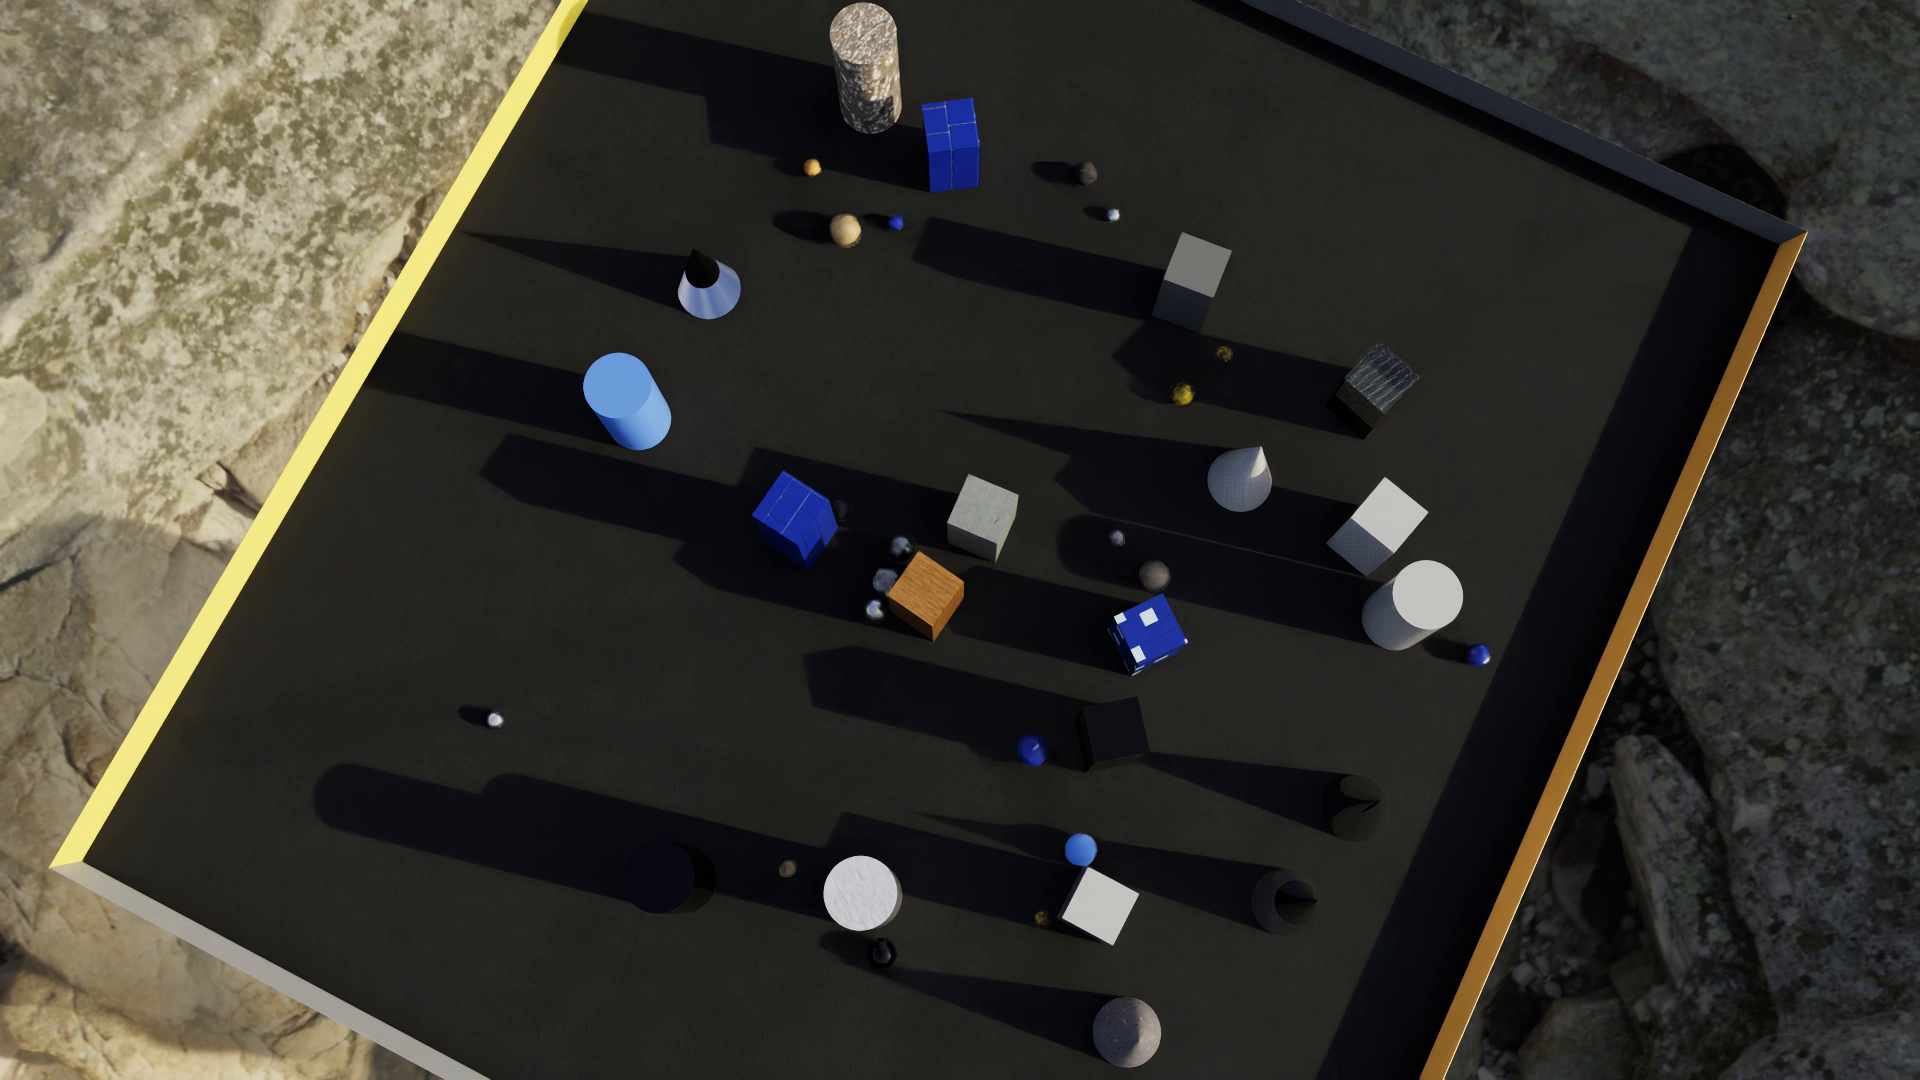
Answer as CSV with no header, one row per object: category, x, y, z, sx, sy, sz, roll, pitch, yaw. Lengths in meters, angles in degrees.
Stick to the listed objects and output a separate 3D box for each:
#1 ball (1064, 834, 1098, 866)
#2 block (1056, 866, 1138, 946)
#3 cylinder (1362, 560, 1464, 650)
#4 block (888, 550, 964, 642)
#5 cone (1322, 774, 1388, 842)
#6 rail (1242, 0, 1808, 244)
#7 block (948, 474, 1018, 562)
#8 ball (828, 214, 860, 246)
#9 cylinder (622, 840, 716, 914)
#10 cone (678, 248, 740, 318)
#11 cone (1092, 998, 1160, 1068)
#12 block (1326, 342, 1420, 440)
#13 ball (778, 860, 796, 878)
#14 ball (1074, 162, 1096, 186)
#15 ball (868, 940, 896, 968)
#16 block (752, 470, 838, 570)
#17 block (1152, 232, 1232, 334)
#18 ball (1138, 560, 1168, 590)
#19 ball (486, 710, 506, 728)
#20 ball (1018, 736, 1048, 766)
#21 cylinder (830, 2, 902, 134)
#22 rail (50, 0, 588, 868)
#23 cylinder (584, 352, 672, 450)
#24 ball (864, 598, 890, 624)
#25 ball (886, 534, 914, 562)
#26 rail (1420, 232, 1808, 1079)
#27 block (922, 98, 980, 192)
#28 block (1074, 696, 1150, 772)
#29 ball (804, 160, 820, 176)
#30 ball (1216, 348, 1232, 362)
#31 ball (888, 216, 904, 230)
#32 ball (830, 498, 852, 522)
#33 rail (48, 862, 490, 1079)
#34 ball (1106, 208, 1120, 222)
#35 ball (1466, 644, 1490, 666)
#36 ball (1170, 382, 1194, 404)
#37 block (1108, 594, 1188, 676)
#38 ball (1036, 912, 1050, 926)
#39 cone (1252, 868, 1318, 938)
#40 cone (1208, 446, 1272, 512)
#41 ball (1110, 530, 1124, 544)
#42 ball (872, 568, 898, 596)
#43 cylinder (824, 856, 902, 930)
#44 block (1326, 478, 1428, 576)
ball,0.355,0.909,5.379,0.096,0.096,0.096,0,78,0
block,0.391,1.047,5.241,0.159,0.311,0.159,28,80,5
cylinder,1.319,0.196,5.367,0.198,0.409,0.198,0,78,0
block,-0.099,0.169,5.430,0.159,0.297,0.159,34,80,7
cone,1.174,0.764,5.283,0.198,0.343,0.198,0,78,0
rail,0.904,-1.764,5.915,3.837,0.129,0.045,26,80,5
block,0.067,-0.062,5.481,0.159,0.291,0.159,23,79,5
ball,-0.363,-0.978,5.768,0.099,0.099,0.099,0,78,0
cylinder,-0.818,0.958,5.190,0.198,0.446,0.198,0,78,0
cone,-0.791,-0.828,5.604,0.198,0.359,0.198,0,78,0
cone,0.484,1.391,5.137,0.198,0.376,0.198,0,78,0
block,1.249,-0.450,5.560,0.159,0.293,0.159,44,82,8
ball,-0.509,0.969,5.390,0.050,0.050,0.050,0,78,0
ball,0.398,-1.163,5.820,0.073,0.073,0.073,0,78,0
ball,-0.225,1.204,5.326,0.080,0.080,0.080,0,78,0
block,-0.484,-0.053,5.426,0.159,0.395,0.159,33,80,6
block,0.706,-0.784,5.608,0.159,0.335,0.159,22,79,4
ball,0.586,0.105,5.549,0.091,0.091,0.091,0,78,0
ball,-1.386,0.538,5.478,0.054,0.054,0.054,0,78,0
ball,0.217,0.626,5.440,0.093,0.093,0.093,0,78,0
cylinder,-0.287,-1.452,5.668,0.198,0.488,0.198,0,78,0
rail,-1.695,-0.823,5.720,0.045,0.129,4.092,26,80,5
cylinder,-0.997,-0.412,5.513,0.198,0.370,0.198,0,78,0
ball,-0.252,0.214,5.533,0.076,0.076,0.076,0,78,0
ball,-0.180,0.025,5.568,0.085,0.085,0.085,0,78,0
rail,1.695,0.837,5.377,0.045,0.129,4.092,26,80,5
block,-0.027,-1.227,5.711,0.159,0.312,0.159,-8,78,-2
block,0.438,0.567,5.314,0.159,0.362,0.159,-11,79,-2
ball,-0.472,-1.184,5.834,0.055,0.055,0.055,0,78,0
ball,0.823,-0.576,5.712,0.046,0.046,0.046,0,78,0
ball,-0.201,-1.004,5.800,0.047,0.047,0.047,0,78,0
ball,-0.366,-0.093,5.599,0.073,0.073,0.073,0,78,0
rail,-0.904,1.778,5.182,3.837,0.129,0.045,26,80,5
ball,0.486,-1.030,5.809,0.042,0.042,0.042,0,78,0
ball,1.559,0.345,5.511,0.067,0.067,0.067,0,78,0
ball,0.689,-0.454,5.674,0.072,0.072,0.072,0,78,0
block,0.554,0.283,5.436,0.159,0.238,0.159,-25,79,-5
ball,0.245,1.111,5.365,0.042,0.042,0.042,0,78,0
cone,0.958,1.019,5.155,0.198,0.490,0.198,0,78,0
cone,0.863,-0.226,5.450,0.198,0.417,0.198,0,78,0
ball,0.477,-0.008,5.597,0.043,0.043,0.043,0,78,0
ball,-0.223,0.127,5.549,0.081,0.081,0.081,0,78,0
cylinder,-0.269,0.999,5.168,0.198,0.473,0.198,0,78,0
block,1.232,-0.035,5.436,0.159,0.368,0.159,40,81,8
